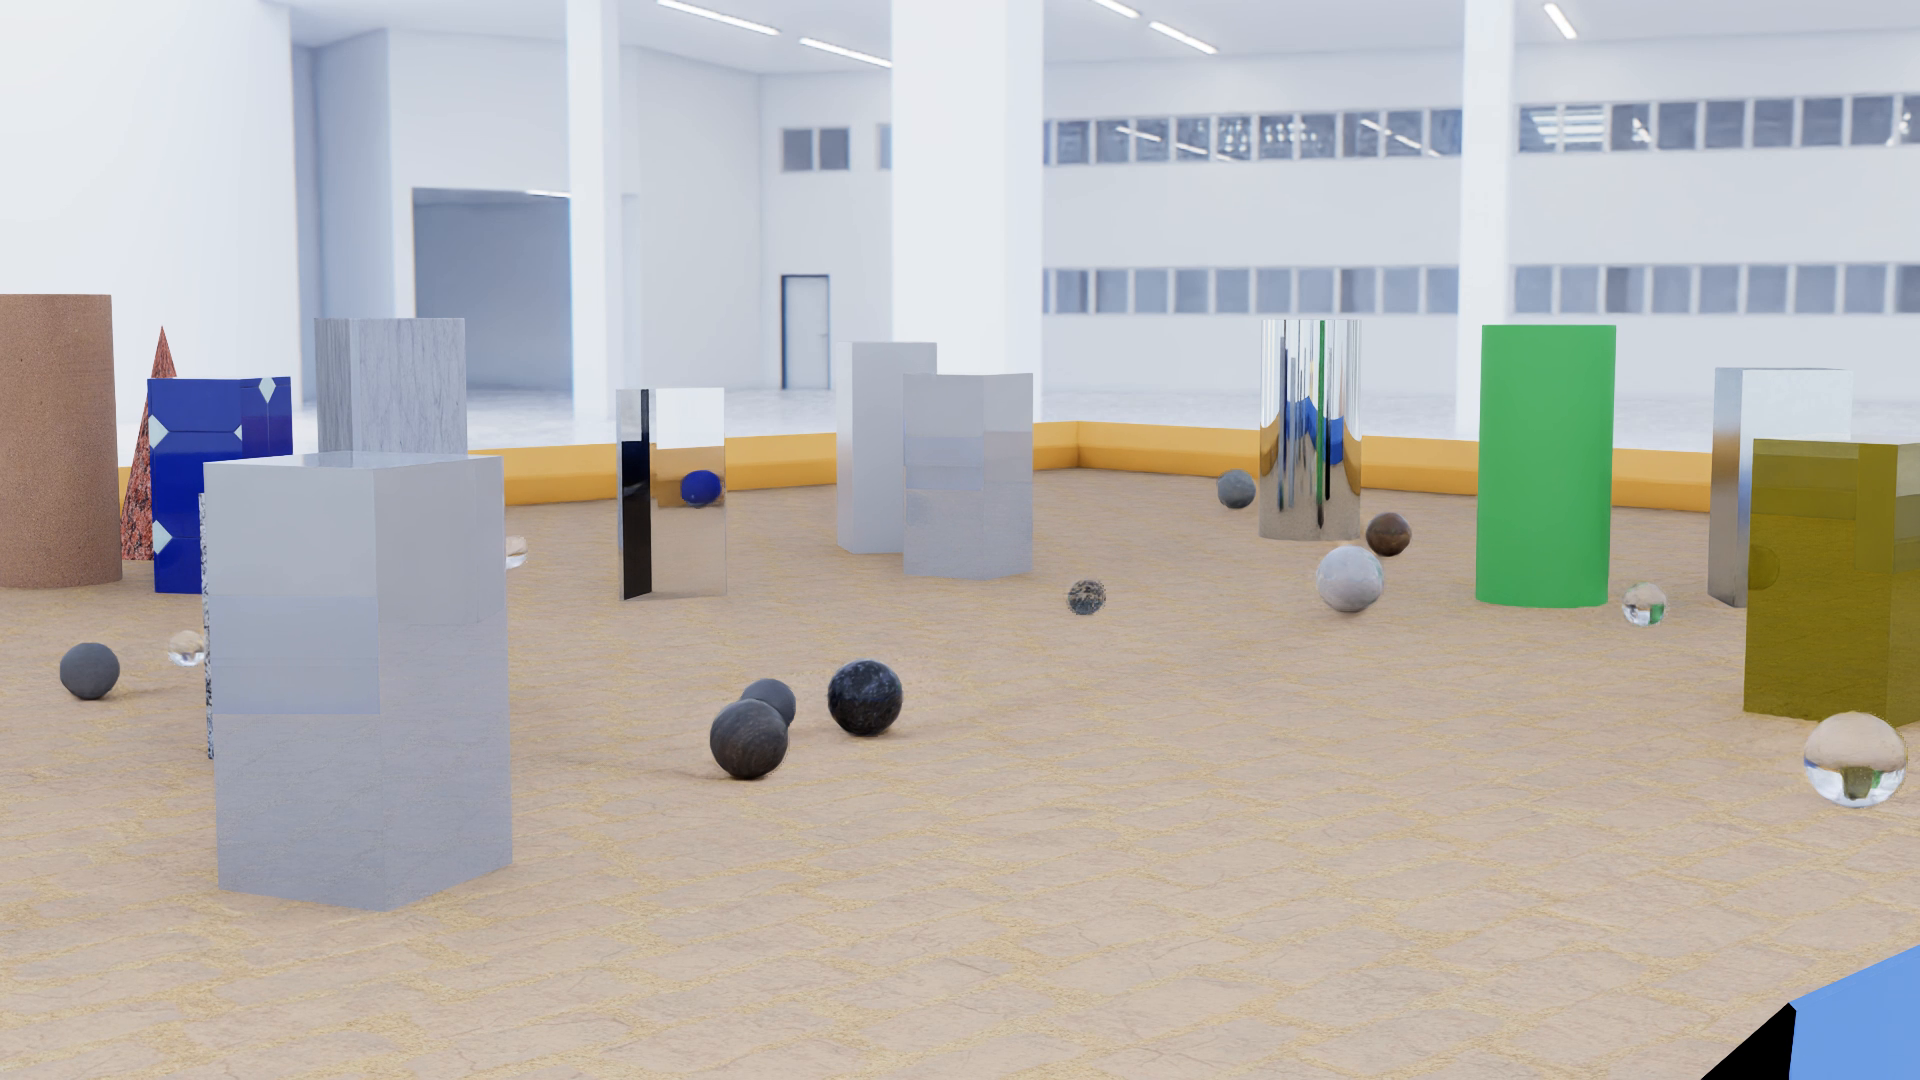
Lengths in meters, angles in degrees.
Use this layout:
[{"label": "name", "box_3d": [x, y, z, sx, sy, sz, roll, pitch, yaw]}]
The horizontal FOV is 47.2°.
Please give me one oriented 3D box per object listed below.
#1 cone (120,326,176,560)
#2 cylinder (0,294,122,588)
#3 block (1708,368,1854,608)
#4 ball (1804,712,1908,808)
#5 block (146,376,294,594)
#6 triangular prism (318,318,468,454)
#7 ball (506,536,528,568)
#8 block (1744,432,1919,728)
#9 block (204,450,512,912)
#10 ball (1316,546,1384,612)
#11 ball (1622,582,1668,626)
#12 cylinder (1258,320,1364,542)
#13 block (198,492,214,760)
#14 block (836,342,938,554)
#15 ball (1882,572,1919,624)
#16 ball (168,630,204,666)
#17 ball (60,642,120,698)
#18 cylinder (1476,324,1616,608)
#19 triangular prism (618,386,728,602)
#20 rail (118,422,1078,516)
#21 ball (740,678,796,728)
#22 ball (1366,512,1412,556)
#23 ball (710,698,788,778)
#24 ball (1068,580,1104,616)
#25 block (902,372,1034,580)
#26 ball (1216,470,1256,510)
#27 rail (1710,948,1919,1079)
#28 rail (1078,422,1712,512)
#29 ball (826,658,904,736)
[{"label": "cone", "box_3d": [-1.450, -0.184, 4.018, 0.200, 0.423, 0.200, 0, 6, 0]}, {"label": "cylinder", "box_3d": [-1.494, -0.167, 3.618, 0.200, 0.472, 0.200, 0, 6, 0]}, {"label": "block", "box_3d": [1.252, -0.083, 3.365, 0.160, 0.357, 0.160, 0, 6, 5]}, {"label": "ball", "box_3d": [0.805, 0.197, 1.977, 0.087, 0.087, 0.087, 0, 6, 0]}, {"label": "block", "box_3d": [-1.182, -0.091, 3.531, 0.160, 0.339, 0.160, 1, 6, 11]}, {"label": "triangular prism", "box_3d": [-0.689, -0.039, 2.561, 0.150, 0.436, 0.173, 4, 7, 31]}, {"label": "ball", "box_3d": [-0.781, 0.021, 3.820, 0.057, 0.057, 0.057, 0, 6, 0]}, {"label": "block", "box_3d": [0.987, 0.040, 2.437, 0.160, 0.305, 0.160, -6, 8, -44]}, {"label": "block", "box_3d": [-0.467, 0.102, 1.722, 0.160, 0.330, 0.160, 3, 6, 24]}, {"label": "ball", "box_3d": [0.577, 0.058, 3.255, 0.100, 0.100, 0.100, 0, 6, 0]}, {"label": "ball", "box_3d": [0.969, 0.092, 3.114, 0.062, 0.062, 0.062, 0, 6, 0]}, {"label": "cylinder", "box_3d": [0.692, -0.220, 4.342, 0.200, 0.428, 0.200, 0, 6, 0]}, {"label": "block", "box_3d": [-0.641, 0.083, 2.209, 0.160, 0.266, 0.160, 3, 7, 30]}, {"label": "block", "box_3d": [-0.138, -0.177, 4.124, 0.160, 0.387, 0.160, -1, 6, -14]}, {"label": "ball", "box_3d": [1.356, 0.082, 3.137, 0.075, 0.075, 0.075, 0, 6, 0]}, {"label": "ball", "box_3d": [-0.970, 0.136, 2.760, 0.046, 0.046, 0.046, 0, 6, 0]}, {"label": "ball", "box_3d": [-1.004, 0.150, 2.536, 0.065, 0.065, 0.065, 0, 6, 0]}, {"label": "cylinder", "box_3d": [0.901, -0.118, 3.385, 0.200, 0.423, 0.200, 0, 6, 0]}, {"label": "triangular prism", "box_3d": [-0.477, -0.078, 3.468, 0.173, 0.326, 0.150, -3, 7, -26]}, {"label": "rail", "box_3d": [-1.324, -0.115, 4.759, 4.565, 0.130, 0.045, -5, 8, -42]}, {"label": "ball", "box_3d": [-0.202, 0.176, 2.315, 0.060, 0.060, 0.060, 0, 6, 0]}, {"label": "ball", "box_3d": [0.781, -0.011, 4.005, 0.081, 0.081, 0.081, 0, 6, 0]}, {"label": "ball", "box_3d": [-0.202, 0.190, 2.104, 0.075, 0.075, 0.075, 0, 6, 0]}, {"label": "ball", "box_3d": [0.185, 0.084, 3.228, 0.053, 0.053, 0.053, 0, 6, 0]}, {"label": "block", "box_3d": [0.014, -0.113, 3.738, 0.160, 0.340, 0.160, 4, 7, 33]}, {"label": "ball", "box_3d": [0.622, -0.112, 4.953, 0.087, 0.087, 0.087, 0, 6, 0]}, {"label": "rail", "box_3d": [1.324, 0.182, 1.905, 4.565, 0.130, 0.045, -5, 8, -42]}, {"label": "rail", "box_3d": [1.660, -0.125, 4.855, 0.045, 0.130, 3.952, -5, 8, -42]}, {"label": "ball", "box_3d": [-0.100, 0.165, 2.313, 0.081, 0.081, 0.081, 0, 6, 0]}]
